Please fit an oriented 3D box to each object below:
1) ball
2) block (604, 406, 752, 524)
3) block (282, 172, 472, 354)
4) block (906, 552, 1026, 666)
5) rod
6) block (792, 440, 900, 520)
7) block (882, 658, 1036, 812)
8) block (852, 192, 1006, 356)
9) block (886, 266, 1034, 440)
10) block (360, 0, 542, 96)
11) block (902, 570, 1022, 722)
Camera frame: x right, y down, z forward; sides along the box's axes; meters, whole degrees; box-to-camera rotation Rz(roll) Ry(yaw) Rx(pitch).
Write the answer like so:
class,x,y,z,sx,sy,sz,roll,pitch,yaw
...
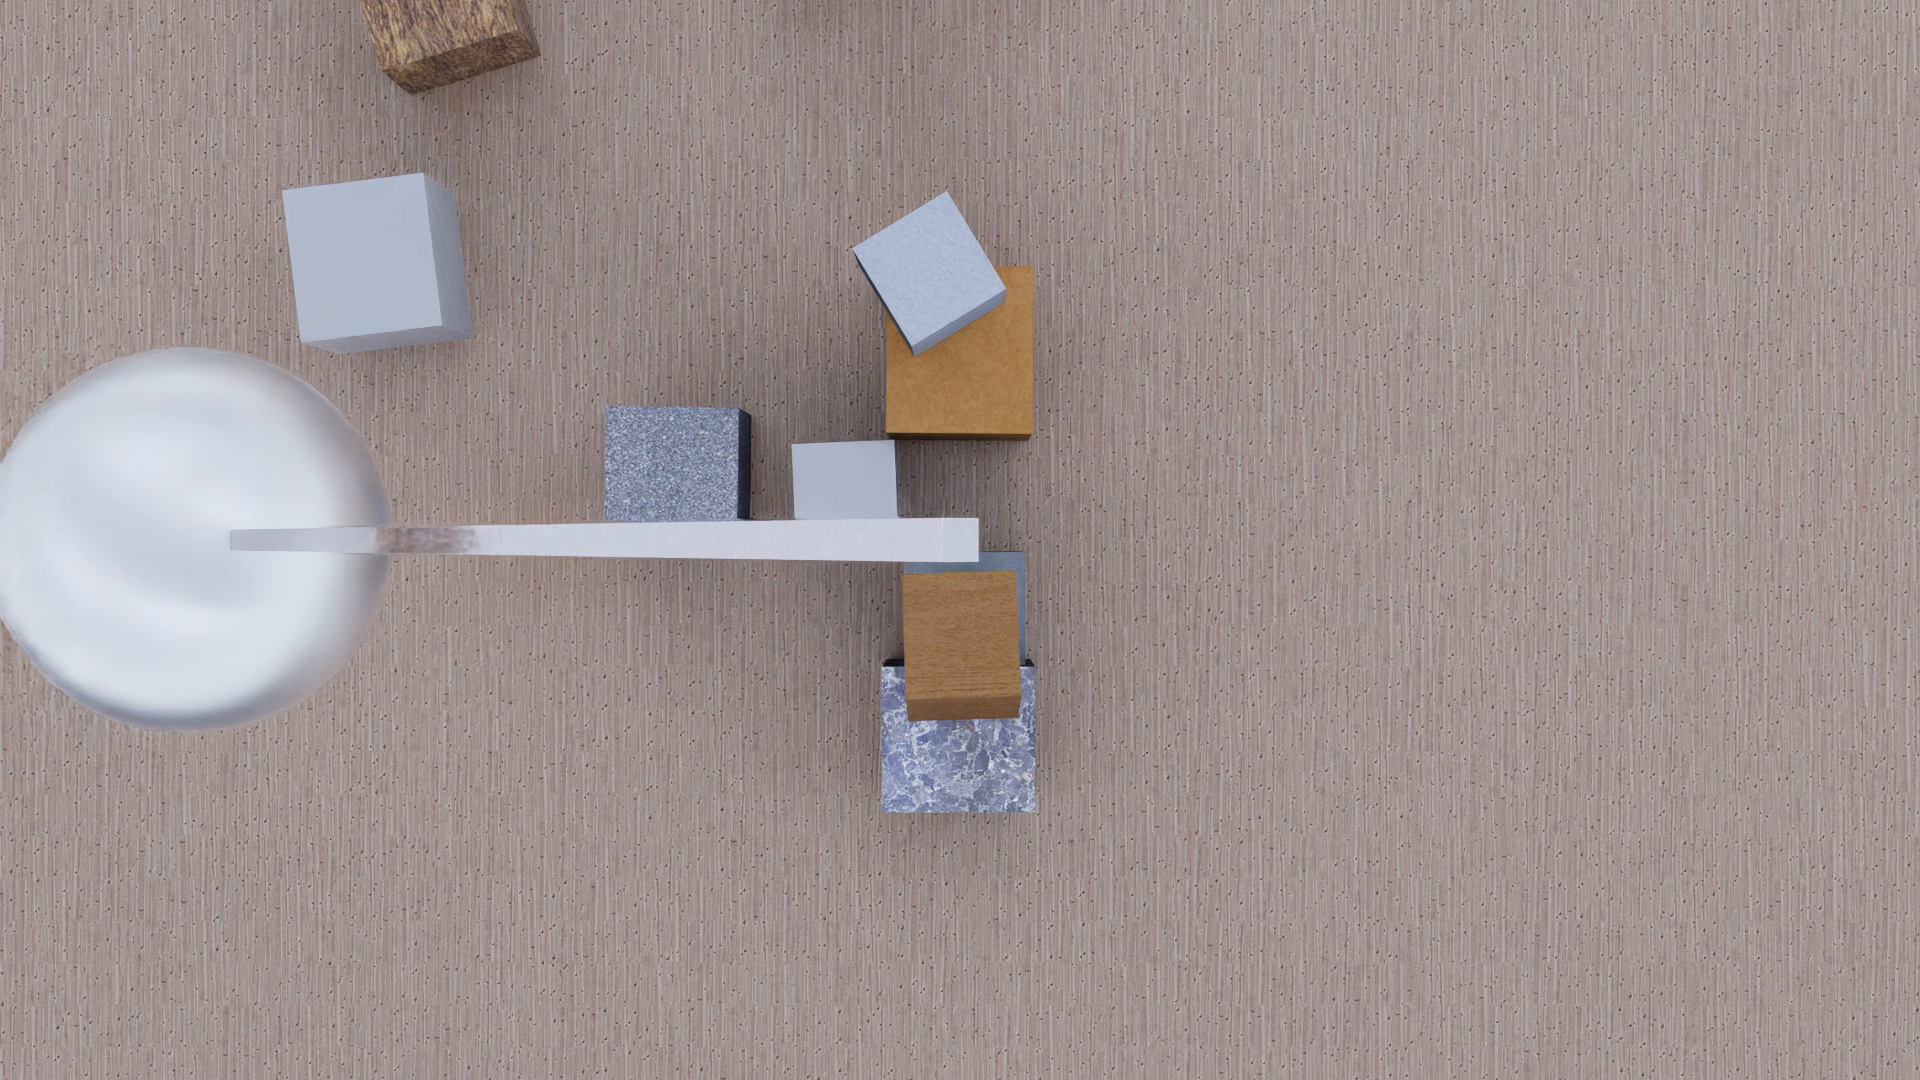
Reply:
class,x,y,z,sx,sy,sz,roll,pitch,yaw
ball,-3.174,0.000,9.113,1.600,1.600,1.600,0,90,0
block,-1.607,-0.383,12.626,0.739,0.748,0.722,1,90,0
block,-3.325,-1.570,12.615,0.790,0.771,0.855,-7,90,0
block,0.034,0.383,12.650,0.664,0.700,0.633,0,90,0
rod,-1.375,0.000,6.228,0.080,5.200,0.080,0,90,-32
block,-0.645,-0.238,12.676,0.576,0.647,0.625,-2,90,0
block,-0.009,1.107,12.601,0.850,0.797,0.808,0,90,0
block,-0.160,-1.415,11.806,0.577,0.679,0.597,-31,90,0
block,0.000,-1.053,12.573,0.809,0.854,0.926,1,90,0
block,-2.974,-3.121,12.664,0.806,0.672,0.787,-17,90,0
block,0.006,0.580,11.894,0.605,0.659,0.677,-2,75,0
